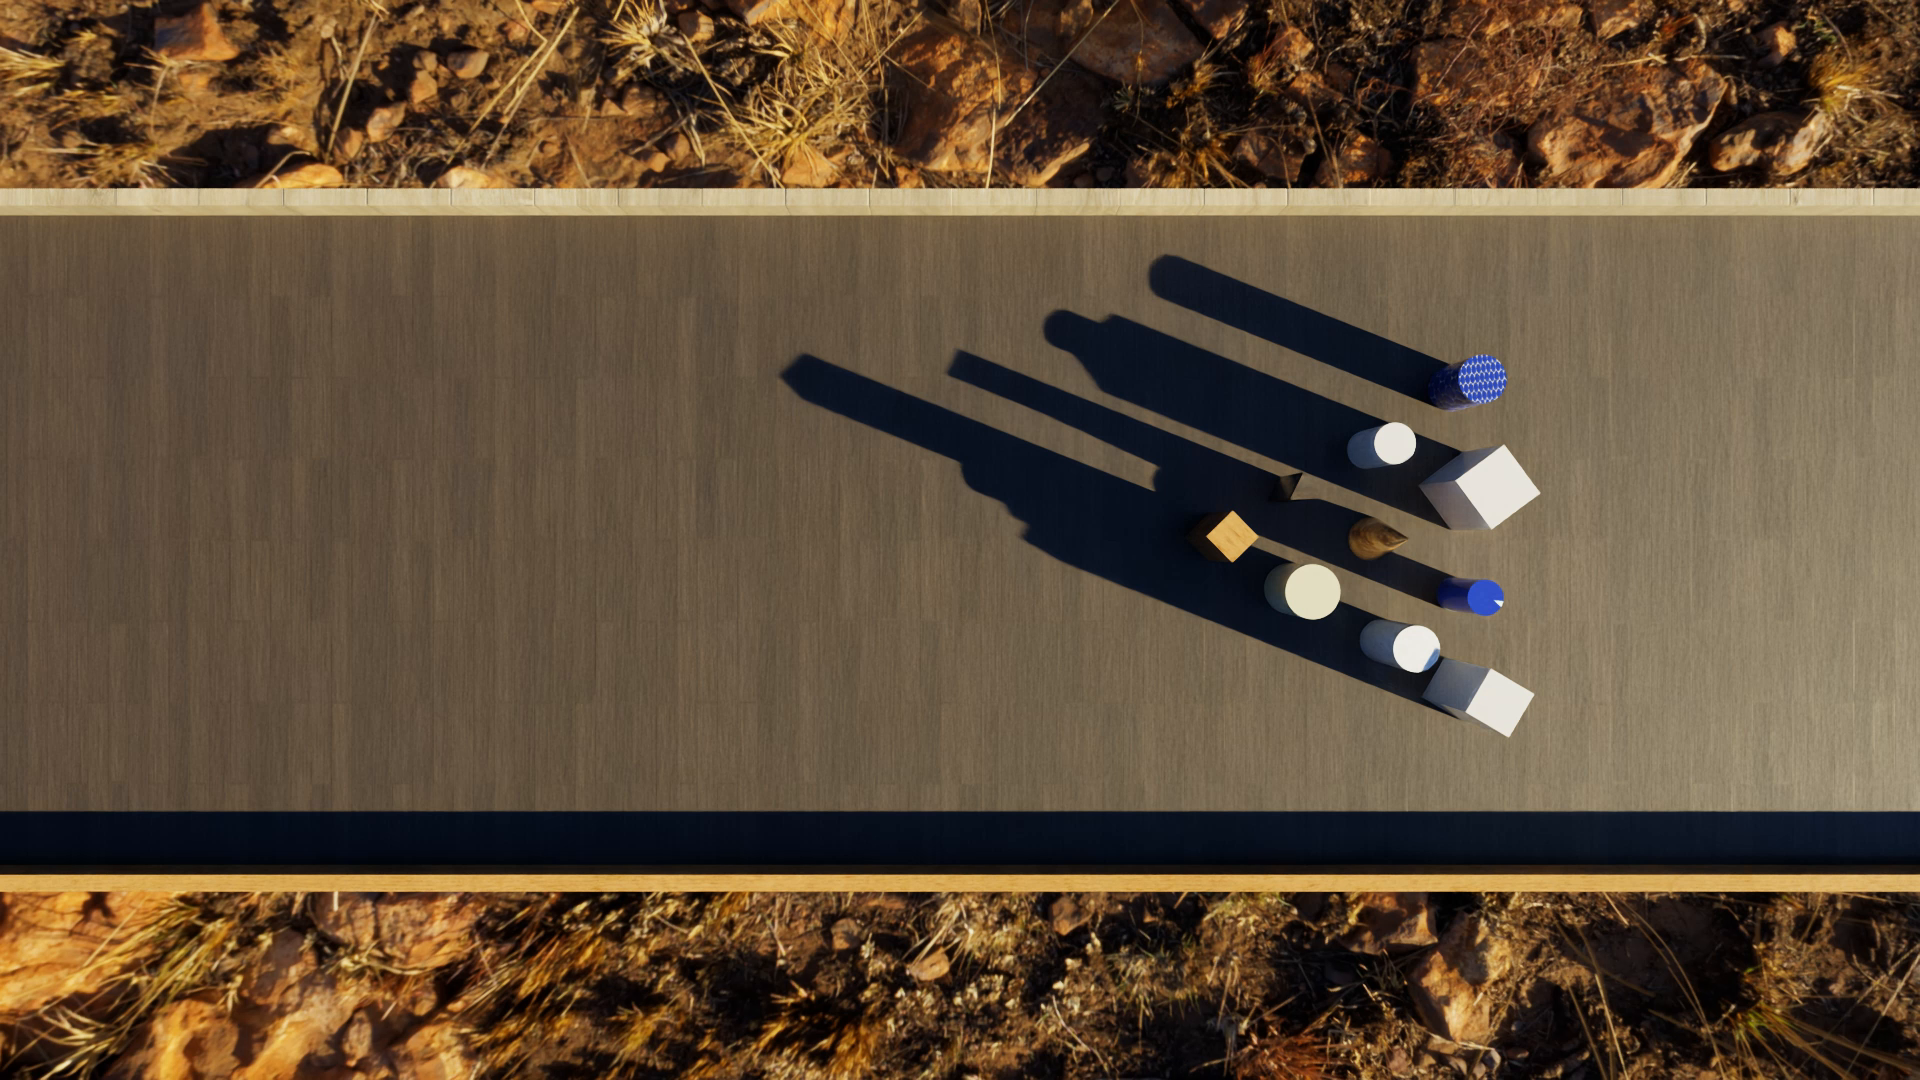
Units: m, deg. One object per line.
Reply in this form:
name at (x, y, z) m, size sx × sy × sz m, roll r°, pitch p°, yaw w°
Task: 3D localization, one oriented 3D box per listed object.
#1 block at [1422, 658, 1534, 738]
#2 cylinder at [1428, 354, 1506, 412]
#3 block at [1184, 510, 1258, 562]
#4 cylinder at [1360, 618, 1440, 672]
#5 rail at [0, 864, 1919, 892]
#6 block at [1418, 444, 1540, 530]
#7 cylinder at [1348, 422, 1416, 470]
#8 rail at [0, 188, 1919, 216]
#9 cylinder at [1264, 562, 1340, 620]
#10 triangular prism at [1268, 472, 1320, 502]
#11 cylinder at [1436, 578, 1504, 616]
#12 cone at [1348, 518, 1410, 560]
block at (1.517, 0.458, 4.855) m, size 0.142 × 0.444 × 0.142 m, roll 30°, pitch 90°, yaw 0°
cylinder at (1.511, -0.466, 4.922) m, size 0.140 × 0.310 × 0.140 m, roll 0°, pitch 90°, yaw 0°
block at (0.765, -0.010, 4.852) m, size 0.104 × 0.448 × 0.104 m, roll -44°, pitch 90°, yaw 0°
cylinder at (1.297, 0.310, 4.880) m, size 0.133 × 0.392 × 0.133 m, roll 0°, pitch 90°, yaw 0°
rail at (-2.247, 1.025, 5.001) m, size 12.000 × 0.150 × 0.050 m, roll 0°, pitch 90°, yaw 0°
block at (1.530, -0.151, 4.883) m, size 0.173 × 0.386 × 0.173 m, roll -37°, pitch 90°, yaw 0°
cylinder at (1.251, -0.278, 4.909) m, size 0.120 × 0.336 × 0.120 m, roll 0°, pitch 90°, yaw 0°
rail at (-2.247, -1.025, 5.002) m, size 12.000 × 0.150 × 0.050 m, roll 0°, pitch 90°, yaw 0°
cylinder at (1.014, 0.149, 4.909) m, size 0.159 × 0.335 × 0.159 m, roll 0°, pitch 90°, yaw 0°
triangular prism at (0.988, -0.157, 4.899) m, size 0.087 × 0.355 × 0.076 m, roll -3°, pitch 90°, yaw 0°
cylinder at (1.518, 0.167, 4.920) m, size 0.104 × 0.314 × 0.104 m, roll 0°, pitch 90°, yaw 0°
cone at (1.263, -0.003, 4.854) m, size 0.135 × 0.444 × 0.135 m, roll 0°, pitch 90°, yaw 0°
